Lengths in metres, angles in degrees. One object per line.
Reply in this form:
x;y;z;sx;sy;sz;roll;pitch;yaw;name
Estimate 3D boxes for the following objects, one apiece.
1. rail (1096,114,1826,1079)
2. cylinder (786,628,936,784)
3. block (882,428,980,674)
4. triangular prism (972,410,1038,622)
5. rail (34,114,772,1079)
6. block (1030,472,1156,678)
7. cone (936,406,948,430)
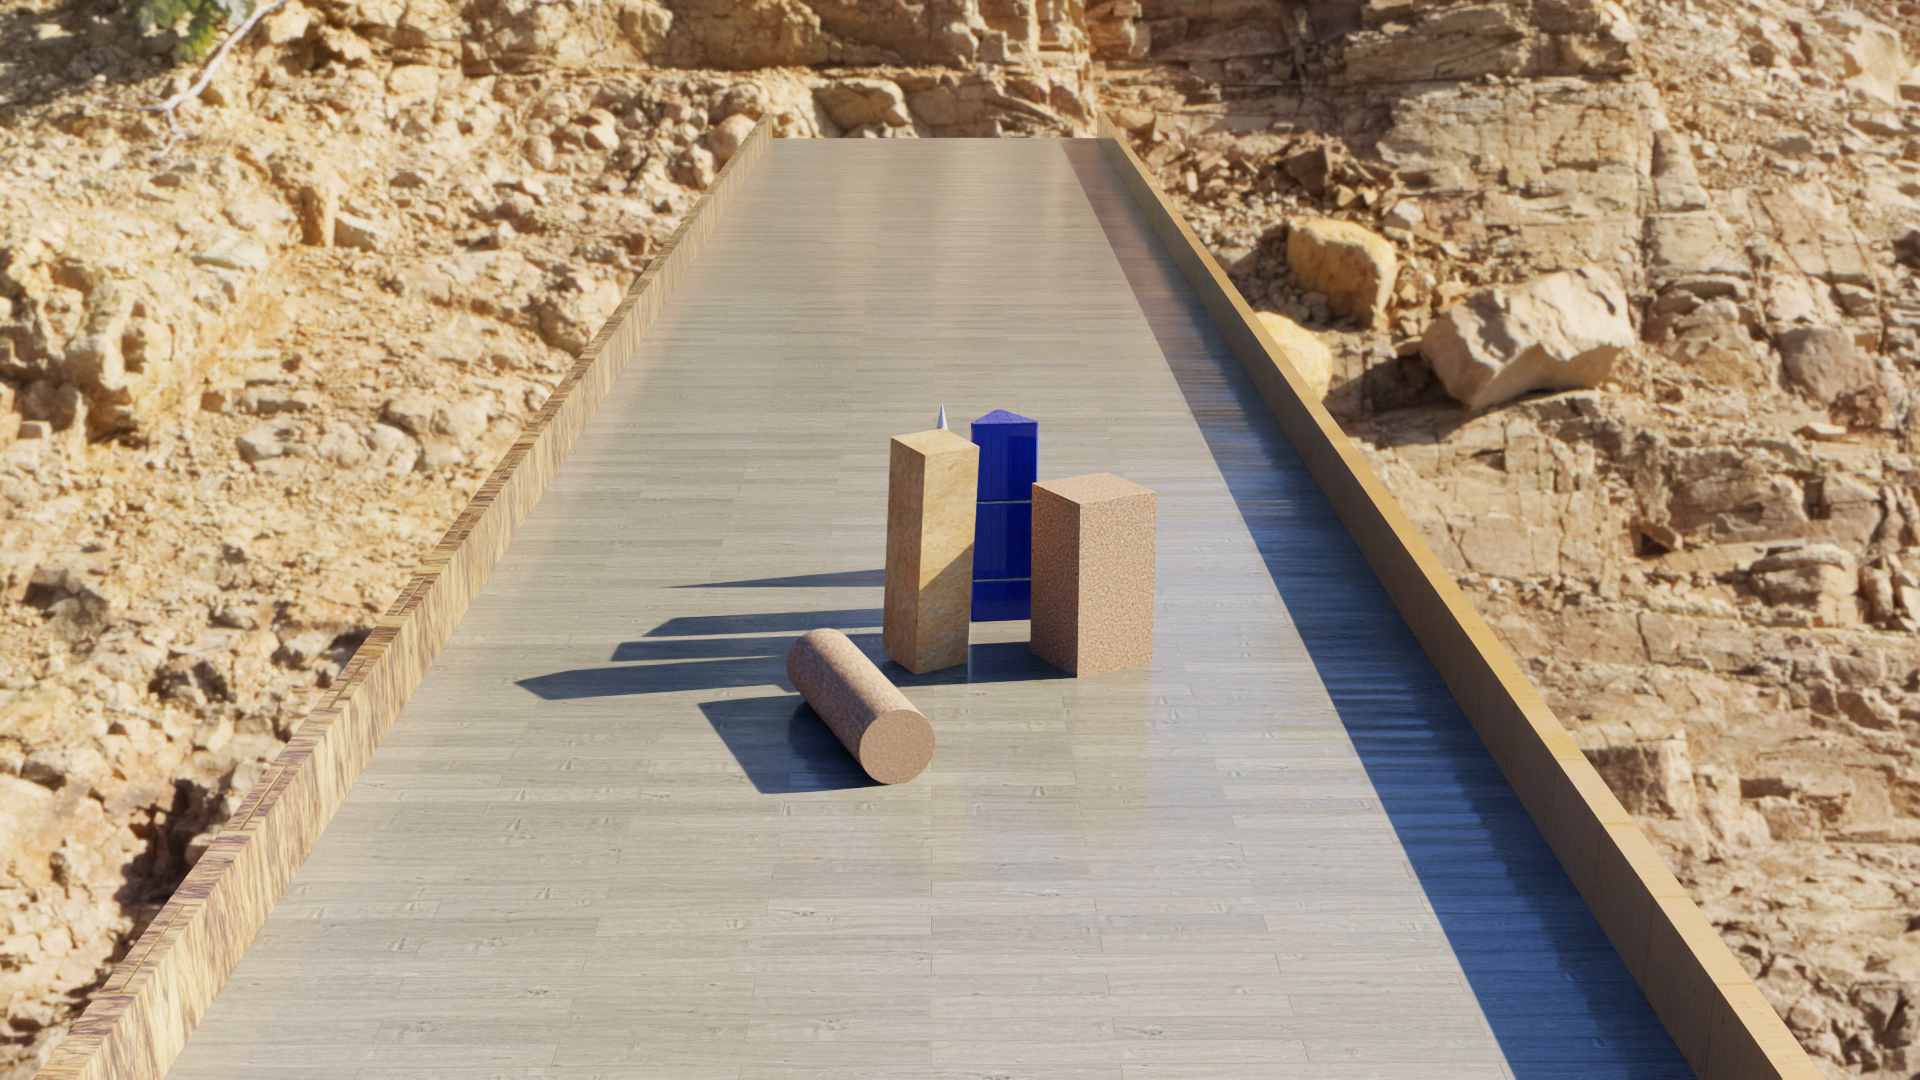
0.932;-0.844;7.801;0.050;0.150;12.000;0;17;-1;rail
-0.186;0.295;3.994;0.137;0.137;0.458;-6;18;-19;cylinder
-0.060;0.023;4.333;0.124;0.456;0.124;-11;25;-32;block
0.086;-0.053;4.652;0.137;0.430;0.119;-2;17;-5;triangular prism
-1.118;-0.838;7.780;0.050;0.150;12.000;0;17;-1;rail
0.264;0.067;4.381;0.177;0.354;0.177;-9;19;-28;block
-0.040;-0.112;4.903;0.165;0.399;0.165;0;17;0;cone
